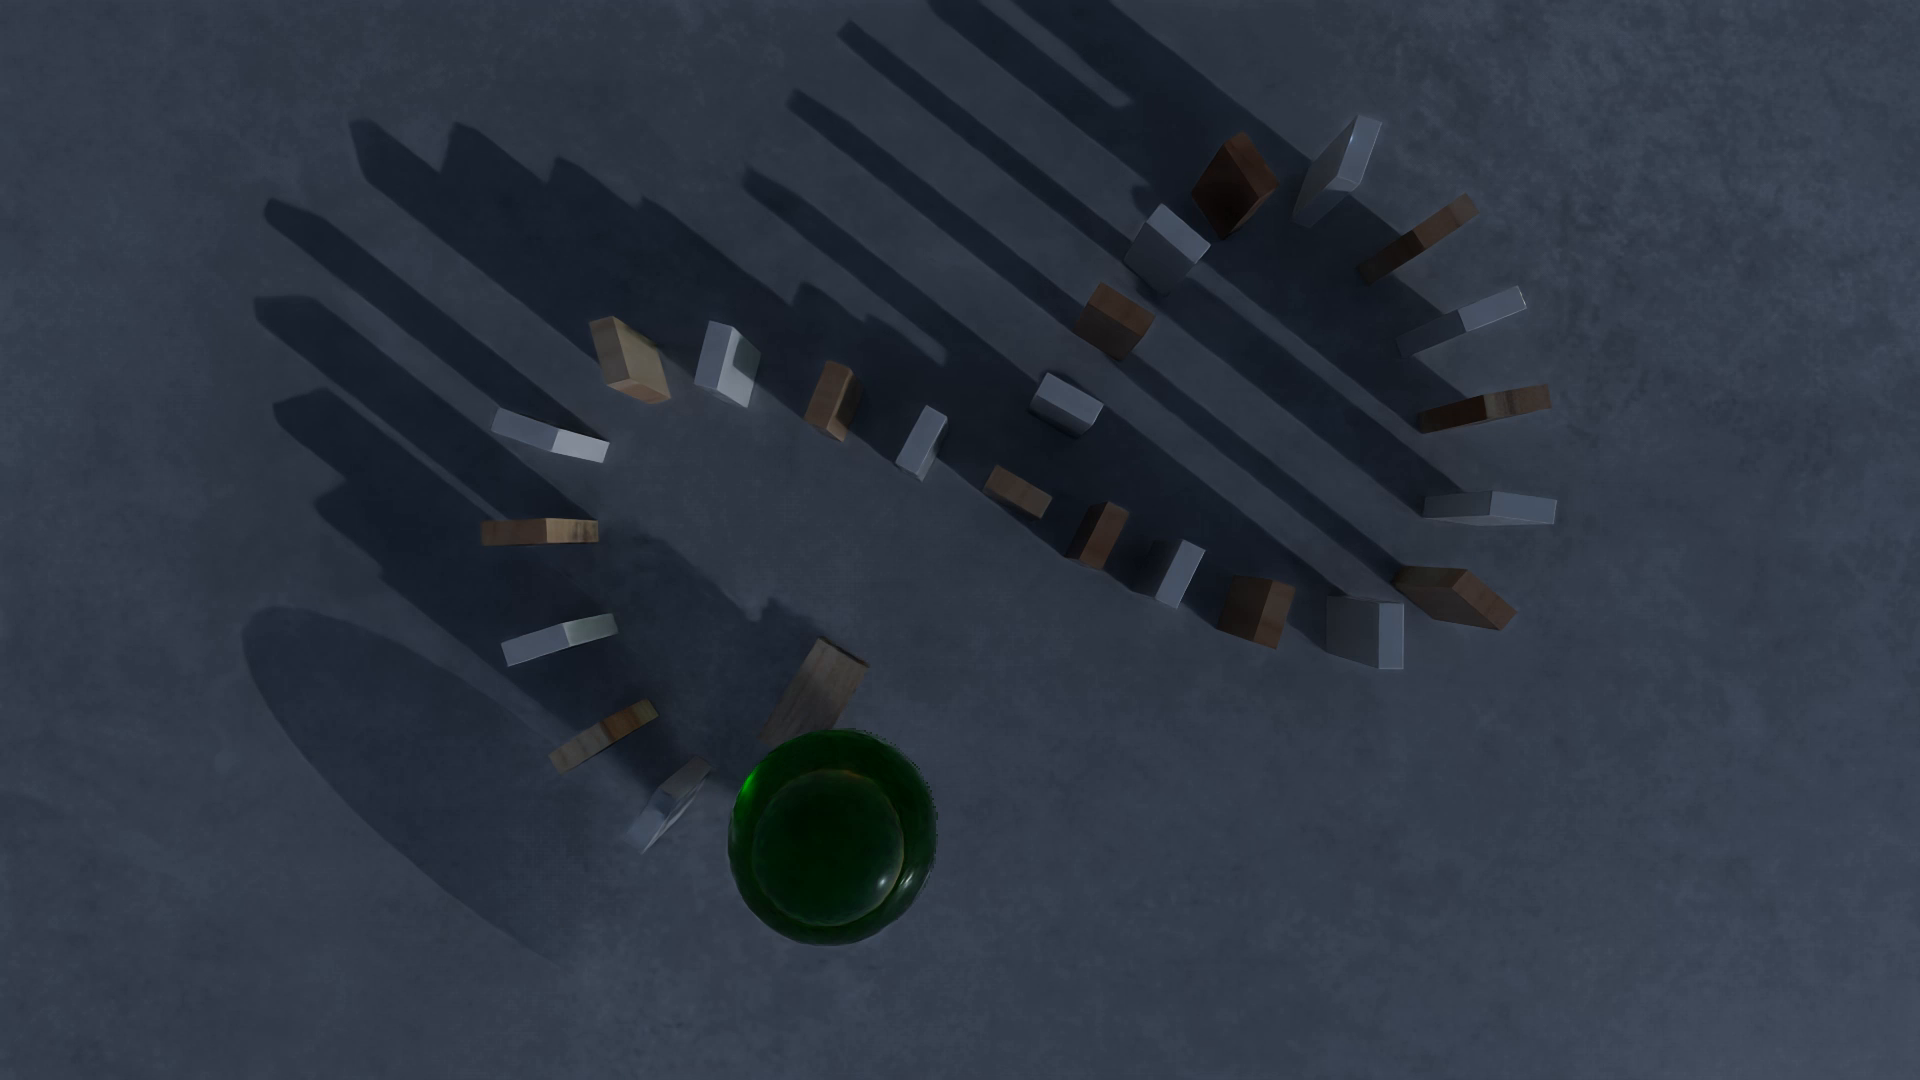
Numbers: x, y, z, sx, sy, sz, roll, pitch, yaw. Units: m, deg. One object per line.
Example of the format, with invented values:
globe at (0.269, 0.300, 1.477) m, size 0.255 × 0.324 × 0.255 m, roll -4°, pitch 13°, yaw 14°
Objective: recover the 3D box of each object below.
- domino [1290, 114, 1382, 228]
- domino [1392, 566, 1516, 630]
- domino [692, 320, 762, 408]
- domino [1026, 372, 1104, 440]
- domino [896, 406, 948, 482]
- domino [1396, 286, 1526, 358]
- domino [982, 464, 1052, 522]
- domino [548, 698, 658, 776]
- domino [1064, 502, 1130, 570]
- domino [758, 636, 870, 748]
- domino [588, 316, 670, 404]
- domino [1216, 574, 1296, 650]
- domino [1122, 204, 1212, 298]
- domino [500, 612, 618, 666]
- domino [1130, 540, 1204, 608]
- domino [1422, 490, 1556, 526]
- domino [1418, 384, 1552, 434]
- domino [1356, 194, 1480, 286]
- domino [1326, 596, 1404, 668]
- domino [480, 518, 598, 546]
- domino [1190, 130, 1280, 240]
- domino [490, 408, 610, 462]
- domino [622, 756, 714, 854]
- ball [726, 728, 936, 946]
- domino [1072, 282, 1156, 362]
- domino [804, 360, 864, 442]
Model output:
domino at (0.153, -0.149, 0.375) m, size 0.009 × 0.050 × 0.025 m, roll 20°, pitch 90°, yaw 0°
domino at (0.200, 0.023, 0.375) m, size 0.025 × 0.050 × 0.010 m, roll 41°, pitch 90°, yaw 0°
domino at (-0.094, -0.071, 0.375) m, size 0.009 × 0.050 × 0.025 m, roll 14°, pitch 90°, yaw 0°
domino at (0.042, -0.054, 0.375) m, size 0.025 × 0.050 × 0.009 m, roll 29°, pitch 90°, yaw 0°
domino at (-0.015, -0.038, 0.375) m, size 0.009 × 0.050 × 0.025 m, roll 28°, pitch 90°, yaw 0°
domino at (0.203, -0.088, 0.375) m, size 0.025 × 0.050 × 0.009 m, roll -22°, pitch 90°, yaw 0°
domino at (0.022, -0.019, 0.375) m, size 0.025 × 0.050 × 0.010 m, roll 30°, pitch 90°, yaw 0°
domino at (-0.145, 0.079, 0.375) m, size 0.025 × 0.050 × 0.009 m, roll -32°, pitch 90°, yaw 0°
domino at (0.055, -0.002, 0.375) m, size 0.009 × 0.050 × 0.025 m, roll 27°, pitch 90°, yaw 0°
domino at (-0.063, 0.070, 0.395) m, size 0.025 × 0.010 × 0.050 m, roll 32°, pitch 90°, yaw 0°
domino at (-0.134, -0.073, 0.375) m, size 0.010 × 0.050 × 0.025 m, roll -16°, pitch 90°, yaw 0°
domino at (0.120, 0.029, 0.375) m, size 0.009 × 0.050 × 0.025 m, roll 18°, pitch 90°, yaw 0°
domino at (0.083, -0.117, 0.375) m, size 0.025 × 0.050 × 0.009 m, roll 40°, pitch 90°, yaw 0°
domino at (-0.162, 0.040, 0.375) m, size 0.025 × 0.050 × 0.010 m, roll -18°, pitch 90°, yaw 0°
domino at (0.084, 0.013, 0.375) m, size 0.010 × 0.050 × 0.025 m, roll 26°, pitch 90°, yaw 0°
domino at (0.215, -0.013, 0.375) m, size 0.025 × 0.050 × 0.009 m, roll 8°, pitch 90°, yaw 0°
domino at (0.213, -0.053, 0.375) m, size 0.025 × 0.050 × 0.009 m, roll -10°, pitch 90°, yaw 0°
domino at (0.186, -0.122, 0.375) m, size 0.025 × 0.050 × 0.010 m, roll -34°, pitch 90°, yaw 0°
domino at (0.165, 0.037, 0.375) m, size 0.009 × 0.050 × 0.025 m, roll 0°, pitch 90°, yaw 0°
domino at (-0.170, -0.003, 0.375) m, size 0.025 × 0.050 × 0.009 m, roll -3°, pitch 90°, yaw 0°
domino at (0.111, -0.144, 0.375) m, size 0.010 × 0.050 × 0.025 m, roll -34°, pitch 90°, yaw 0°
domino at (-0.166, -0.042, 0.375) m, size 0.025 × 0.050 × 0.010 m, roll 19°, pitch 90°, yaw 0°
domino at (-0.118, 0.107, 0.375) m, size 0.009 × 0.050 × 0.025 m, roll 34°, pitch 90°, yaw 0°
ball at (-0.049, 0.114, 0.355) m, size 0.080 × 0.080 × 0.080 m, roll 0°, pitch 90°, yaw 0°
domino at (0.062, -0.088, 0.375) m, size 0.025 × 0.050 × 0.009 m, roll 32°, pitch 90°, yaw 0°
domino at (-0.051, -0.056, 0.375) m, size 0.009 × 0.050 × 0.025 m, roll 22°, pitch 90°, yaw 0°
